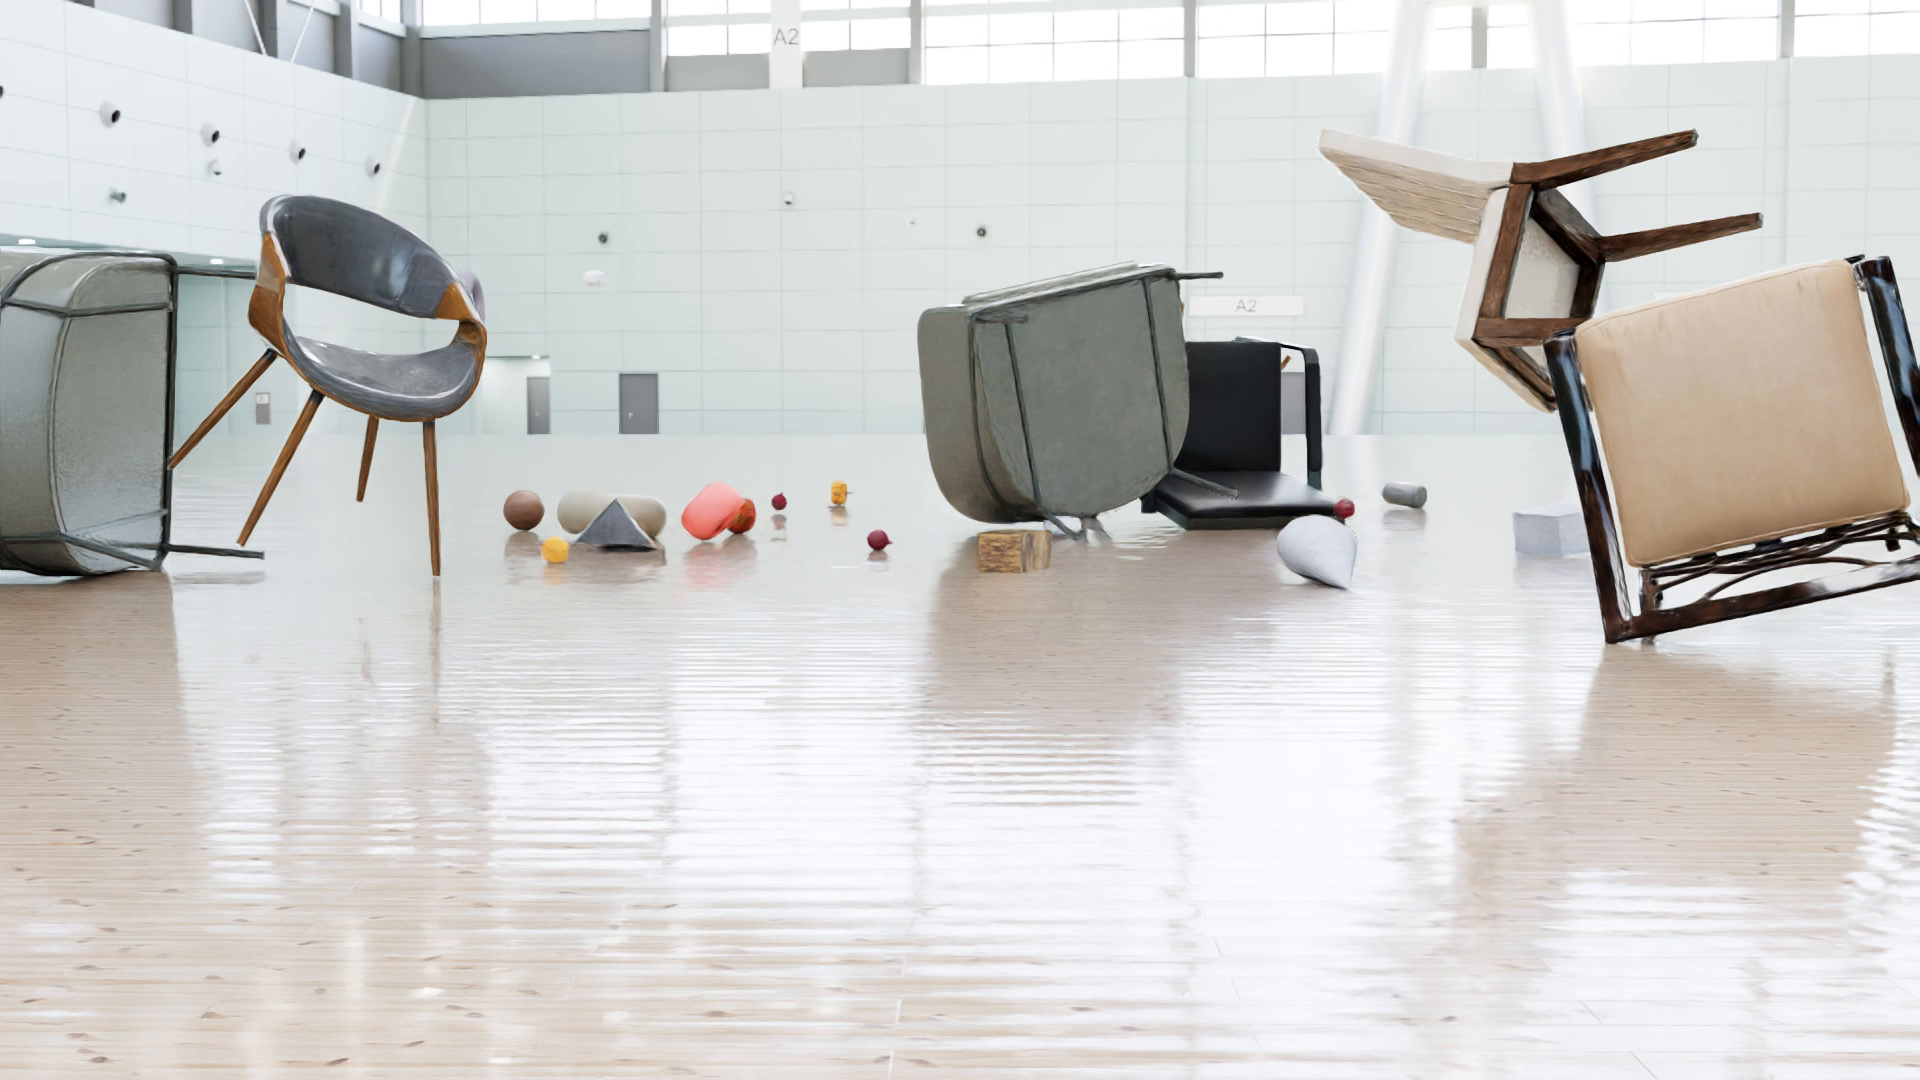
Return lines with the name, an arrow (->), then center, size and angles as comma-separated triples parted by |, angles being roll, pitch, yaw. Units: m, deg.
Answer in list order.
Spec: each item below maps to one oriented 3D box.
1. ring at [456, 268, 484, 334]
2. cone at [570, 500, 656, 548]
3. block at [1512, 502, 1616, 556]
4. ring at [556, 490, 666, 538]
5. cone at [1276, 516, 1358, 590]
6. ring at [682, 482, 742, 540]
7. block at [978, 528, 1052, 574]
ring -> -1.660, -0.811, 7.453 | 0.055, 0.223, 0.196 | -7, -2, 6
cone -> -0.964, -0.051, 6.136 | 0.236, 0.131, 0.250 | 3, -2, -9
block -> 1.651, -0.030, 6.016 | 0.177, 0.110, 0.205 | -10, 7, -21
ring -> -1.045, -0.077, 6.606 | 0.330, 0.133, 0.262 | 4, 1, -3
cone -> 0.852, 0.065, 5.031 | 0.203, 0.156, 0.249 | 19, 18, -15
ring -> -0.734, -0.086, 6.503 | 0.111, 0.150, 0.217 | 39, 43, 5
block -> 0.136, 0.026, 5.459 | 0.116, 0.096, 0.173 | 2, 4, 28
